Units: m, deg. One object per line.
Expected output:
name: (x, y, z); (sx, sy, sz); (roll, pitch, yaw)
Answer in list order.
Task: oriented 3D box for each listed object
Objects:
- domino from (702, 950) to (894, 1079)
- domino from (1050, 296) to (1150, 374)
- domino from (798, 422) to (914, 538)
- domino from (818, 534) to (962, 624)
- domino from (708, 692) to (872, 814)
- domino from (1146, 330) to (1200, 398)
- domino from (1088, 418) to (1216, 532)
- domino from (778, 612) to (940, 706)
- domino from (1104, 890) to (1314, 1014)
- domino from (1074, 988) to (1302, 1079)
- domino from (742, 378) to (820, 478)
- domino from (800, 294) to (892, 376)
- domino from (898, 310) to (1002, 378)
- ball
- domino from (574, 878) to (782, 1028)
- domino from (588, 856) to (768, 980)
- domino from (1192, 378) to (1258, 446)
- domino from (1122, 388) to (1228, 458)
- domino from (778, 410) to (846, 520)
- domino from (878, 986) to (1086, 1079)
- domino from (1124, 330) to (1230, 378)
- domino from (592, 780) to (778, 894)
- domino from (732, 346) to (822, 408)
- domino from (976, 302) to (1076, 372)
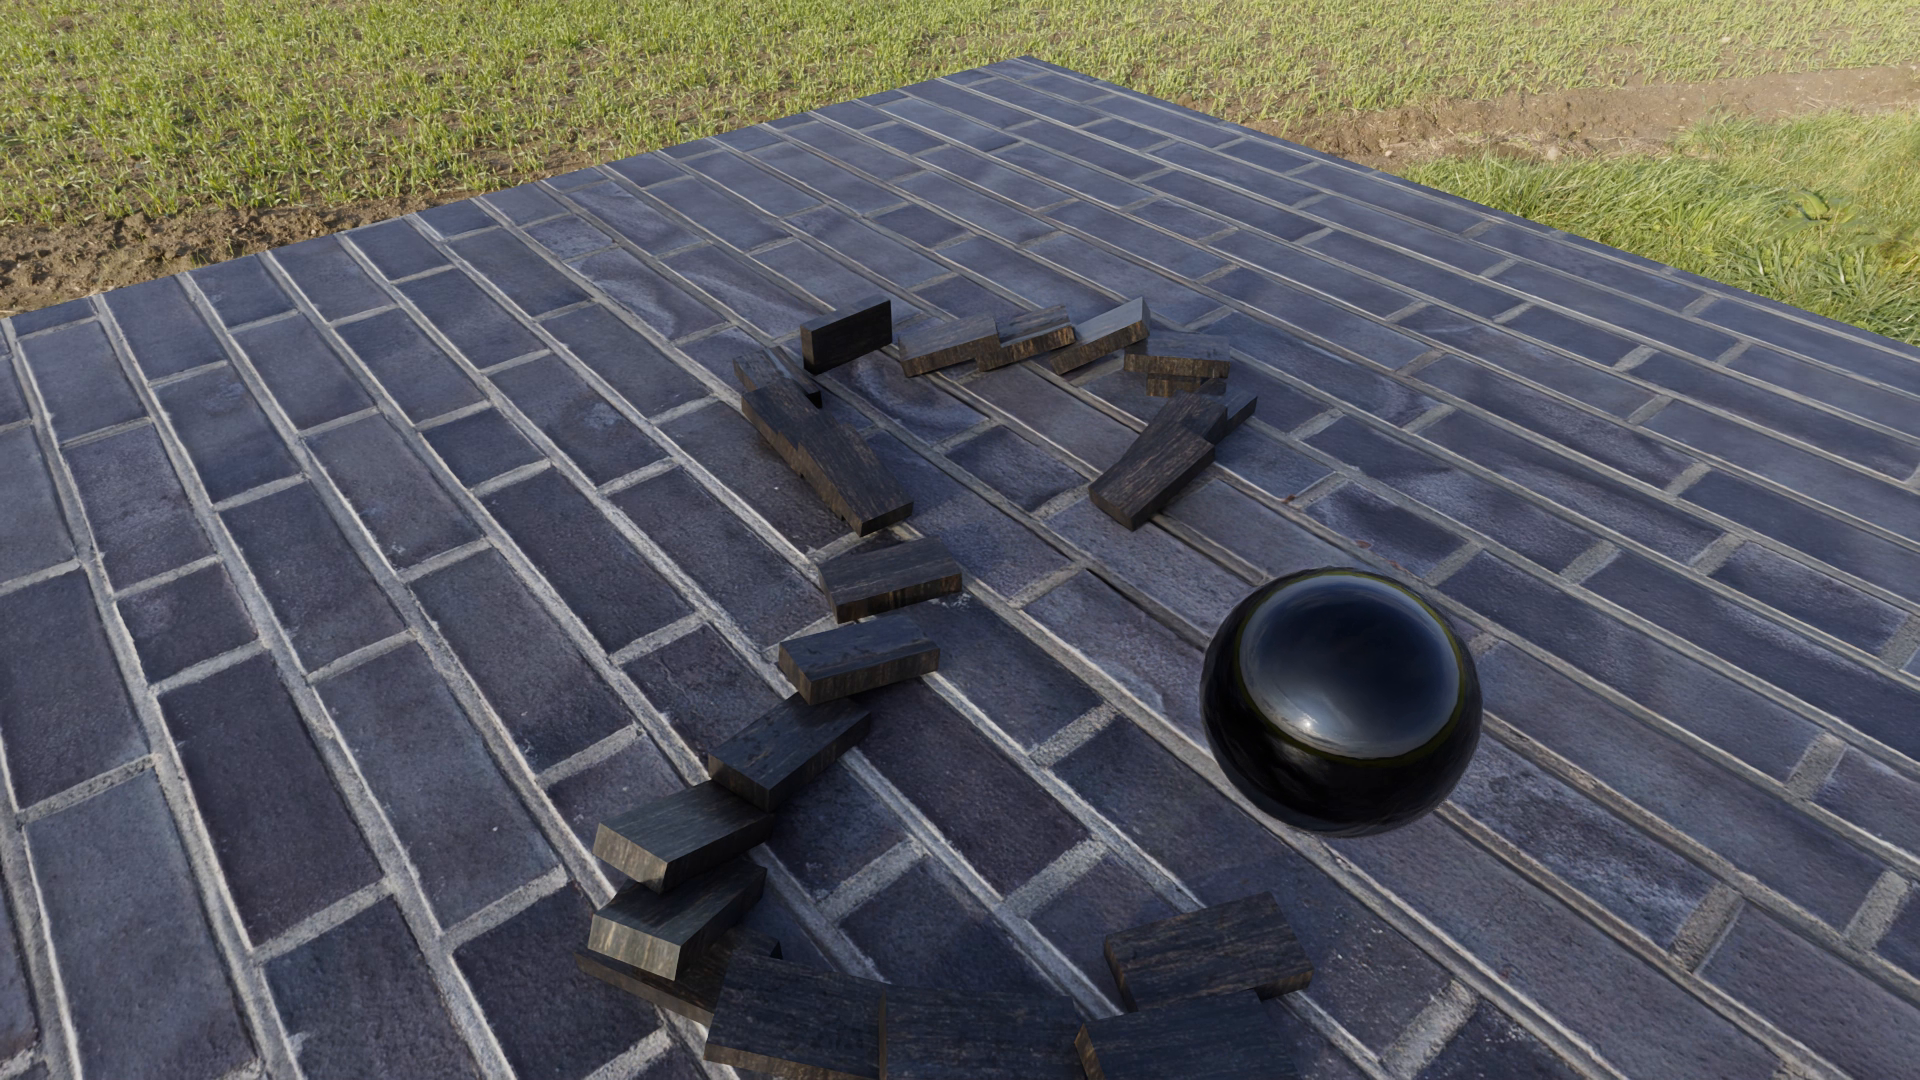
domino: (-0.038, 0.124, 0.283); (0.050, 0.010, 0.025); (14, 40, -4)
domino: (0.070, -0.102, 0.549); (0.050, 0.009, 0.025); (-21, 33, 25)
domino: (-0.044, -0.026, 0.458); (0.025, 0.010, 0.050); (-25, 60, -28)
domino: (-0.027, 0.015, 0.425); (0.050, 0.009, 0.025); (-14, 41, -17)
domino: (-0.054, 0.066, 0.355); (0.025, 0.010, 0.050); (23, 33, 26)
domino: (0.107, -0.089, 0.551); (0.025, 0.009, 0.050); (6, 40, 7)
domino: (0.081, -0.028, 0.465); (0.050, 0.010, 0.025); (-39, 55, -16)
domino: (-0.035, 0.041, 0.384); (0.050, 0.009, 0.025); (-12, 34, -31)
domino: (0.068, 0.116, 0.302); (0.050, 0.009, 0.025); (-10, 40, -13)
domino: (0.057, 0.131, 0.276); (0.050, 0.009, 0.025); (-2, 38, -20)
domino: (-0.075, -0.052, 0.498); (0.025, 0.010, 0.050); (-27, 59, -29)
domino: (-0.057, -0.105, 0.559); (0.050, 0.025, 0.010); (-30, 48, -31)
domino: (-0.005, -0.099, 0.554); (0.050, 0.009, 0.025); (-15, 39, 6)
ball: (0.112, 0.048, 0.329); (0.080, 0.080, 0.080); (0, 39, 0)
domino: (-0.078, 0.115, 0.304); (0.050, 0.010, 0.025); (15, 42, 18)
domino: (-0.075, 0.100, 0.300); (0.025, 0.010, 0.050); (14, 9, 14)
domino: (0.115, -0.058, 0.514); (0.025, 0.010, 0.050); (28, 47, 30)
domino: (0.095, -0.044, 0.486); (0.025, 0.010, 0.050); (27, 62, 29)
domino: (-0.054, -0.033, 0.474); (0.025, 0.010, 0.050); (-27, 61, -29)
domino: (0.005, 0.128, 0.278); (0.050, 0.010, 0.025); (8, 38, -11)
domino: (0.106, -0.092, 0.540); (0.050, 0.010, 0.025); (5, 40, 6)
domino: (-0.079, 0.085, 0.320); (0.025, 0.009, 0.050); (21, 12, 24)
domino: (-0.090, -0.077, 0.537); (0.025, 0.010, 0.050); (-20, 43, -23)
domino: (0.032, -0.103, 0.557); (0.050, 0.009, 0.025); (-16, 39, 9)
